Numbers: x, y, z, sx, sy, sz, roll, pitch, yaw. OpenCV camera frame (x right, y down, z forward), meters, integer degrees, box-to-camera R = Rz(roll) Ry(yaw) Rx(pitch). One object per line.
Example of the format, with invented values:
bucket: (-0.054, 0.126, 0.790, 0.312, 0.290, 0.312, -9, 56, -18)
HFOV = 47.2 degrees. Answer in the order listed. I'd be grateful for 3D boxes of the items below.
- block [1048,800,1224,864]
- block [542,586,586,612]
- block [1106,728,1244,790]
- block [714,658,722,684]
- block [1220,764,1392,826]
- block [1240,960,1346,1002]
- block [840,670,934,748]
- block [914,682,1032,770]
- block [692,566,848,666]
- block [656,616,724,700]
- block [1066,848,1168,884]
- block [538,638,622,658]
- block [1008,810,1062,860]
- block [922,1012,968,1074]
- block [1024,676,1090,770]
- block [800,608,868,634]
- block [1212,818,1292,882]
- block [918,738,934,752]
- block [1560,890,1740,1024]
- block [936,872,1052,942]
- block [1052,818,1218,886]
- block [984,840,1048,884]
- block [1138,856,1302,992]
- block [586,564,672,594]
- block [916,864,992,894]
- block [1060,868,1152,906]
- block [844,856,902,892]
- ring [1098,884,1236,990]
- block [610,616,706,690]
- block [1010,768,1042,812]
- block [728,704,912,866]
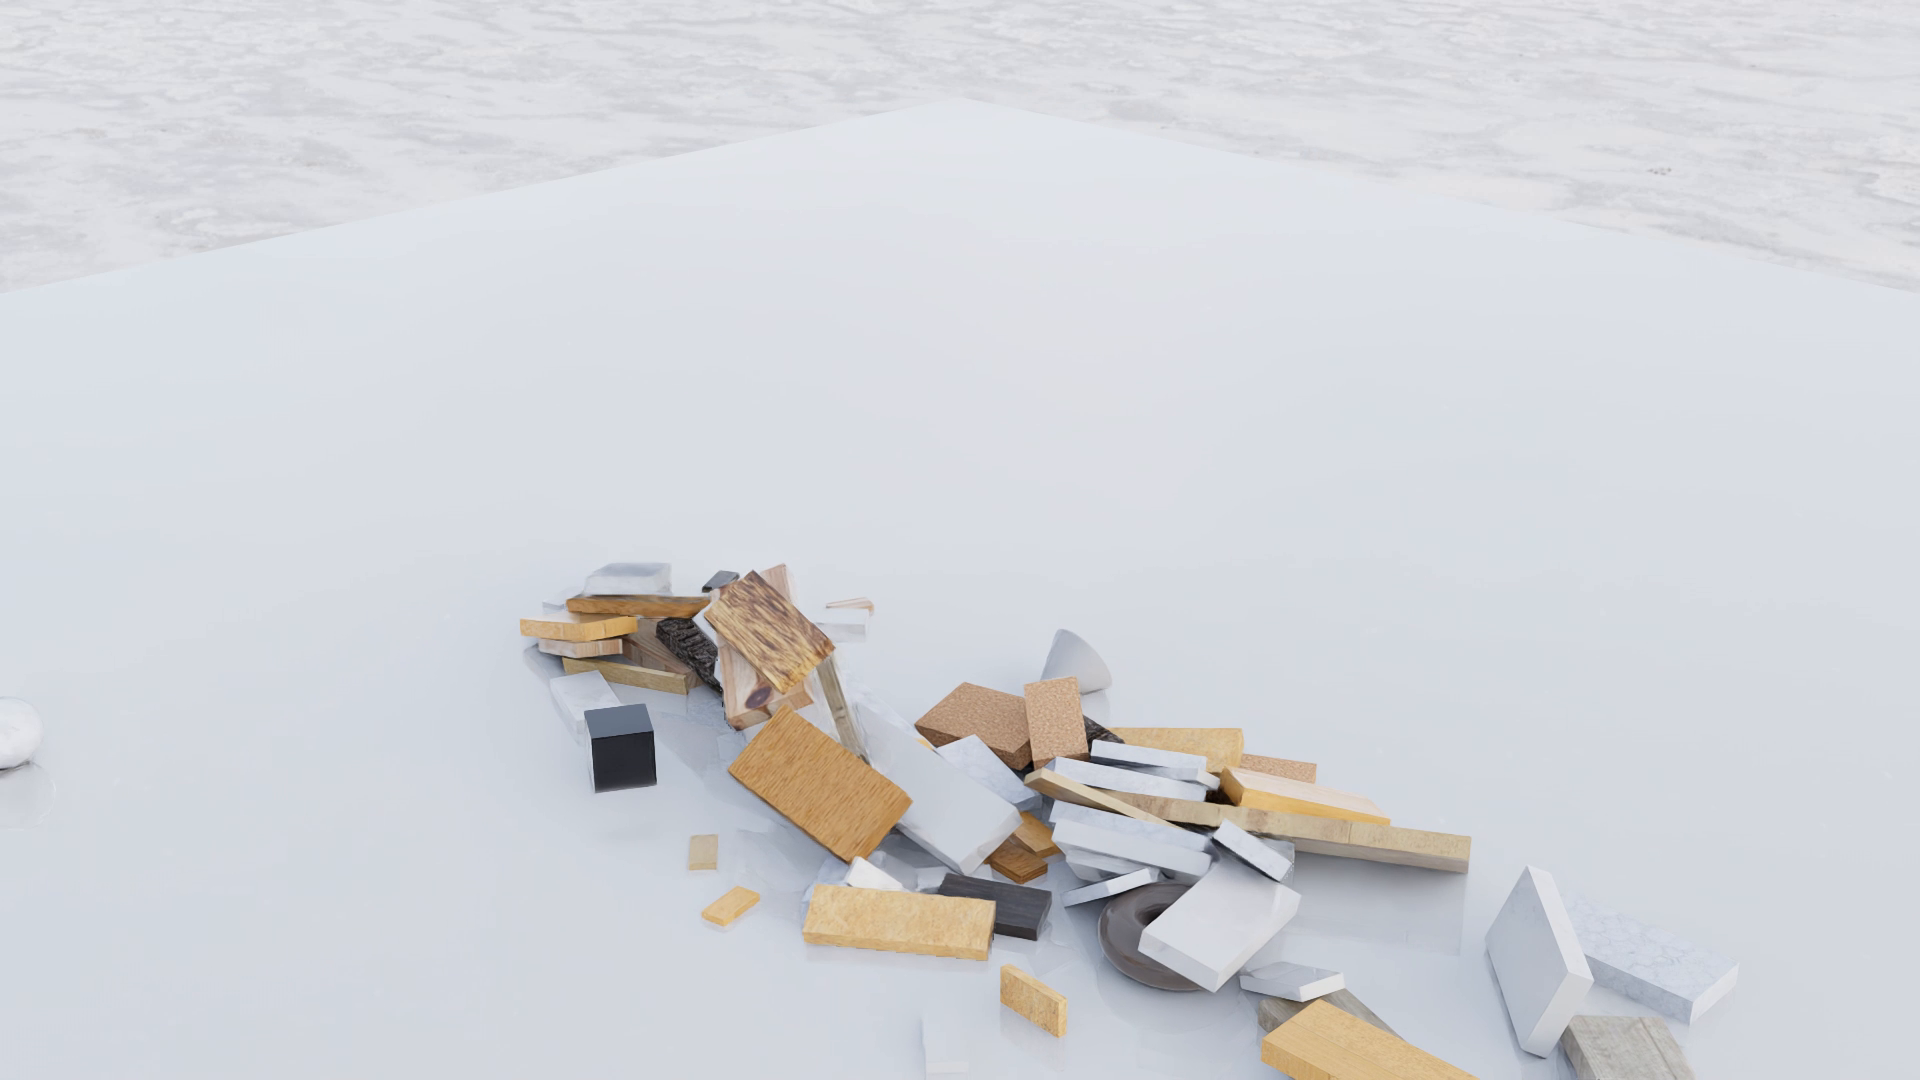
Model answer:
block: (0.339, 0.576, 4.221, 0.309, 0.154, 0.044, 11, 70, 24)
block: (-0.973, 0.144, 5.403, 0.053, 0.015, 0.105, 11, 25, 25)
block: (0.420, 0.448, 4.520, 0.303, 0.043, 0.152, -2, 31, 19)
block: (-0.363, 0.347, 4.783, 0.178, 0.050, 0.355, -17, 41, -34)
block: (0.678, 0.517, 4.340, 0.307, 0.043, 0.153, 13, 9, -11)
block: (0.576, 0.767, 3.825, 0.092, 0.026, 0.184, -11, 2, -26)
block: (-0.204, 0.412, 4.625, 0.178, 0.050, 0.356, -18, 41, -35)
block: (0.066, 0.391, 4.654, 0.159, 0.045, 0.318, -38, 30, -30)
block: (-0.414, 0.213, 4.749, 0.178, 0.050, 0.356, -41, 46, -10)
block: (-0.534, 0.263, 4.982, 0.155, 0.044, 0.310, -21, 46, -39)
block: (0.300, 0.631, 4.155, 0.184, 0.092, 0.026, 10, 64, 26)
block: (-0.872, 0.242, 5.046, 0.112, 0.032, 0.223, -5, 4, -32)
block: (0.141, 0.585, 4.356, 0.071, 0.020, 0.142, -13, 26, -28)
block: (-0.025, 0.851, 3.729, 0.072, 0.020, 0.144, -1, 23, -3)
block: (0.197, 0.376, 4.513, 0.113, 0.032, 0.226, -9, 39, 2)
block: (-0.310, 0.193, 5.273, 0.175, 0.025, 0.088, 1, 23, 3)
block: (0.537, 0.576, 4.054, 0.141, 0.040, 0.283, 33, -5, 11)
block: (-0.058, 0.490, 4.480, 0.095, 0.027, 0.190, -19, 52, -36)
block: (1.197, 0.745, 3.945, 0.337, 0.048, 0.168, 21, 31, 40)
block: (0.058, 0.682, 4.090, 0.207, 0.029, 0.103, 7, 36, 17)
block: (0.341, 0.604, 4.158, 0.309, 0.154, 0.044, 11, 70, 24)
block: (0.096, 0.621, 4.272, 0.071, 0.020, 0.142, -19, 29, -37)
block: (0.462, 0.677, 3.894, 0.154, 0.044, 0.309, 26, 32, 26)
block: (-0.804, 0.094, 5.362, 0.155, 0.044, 0.310, 0, 5, 1)
block: (-0.010, 0.651, 4.201, 0.142, 0.020, 0.071, -2, 23, -6)
block: (0.269, 0.645, 4.077, 0.092, 0.026, 0.184, -13, -9, -28)
block: (-0.163, 0.641, 4.107, 0.015, 0.108, 0.054, -12, 46, 57)
ring: (0.385, 0.712, 3.964, 0.276, 0.092, 0.276, 4, 22, -1)
block: (-0.667, 0.256, 5.100, 0.155, 0.044, 0.310, -19, 29, -37)
block: (0.088, 0.505, 4.537, 0.095, 0.027, 0.190, -9, 25, -20)
block: (-0.275, 0.479, 4.287, 0.346, 0.049, 0.173, 32, 75, 33)
